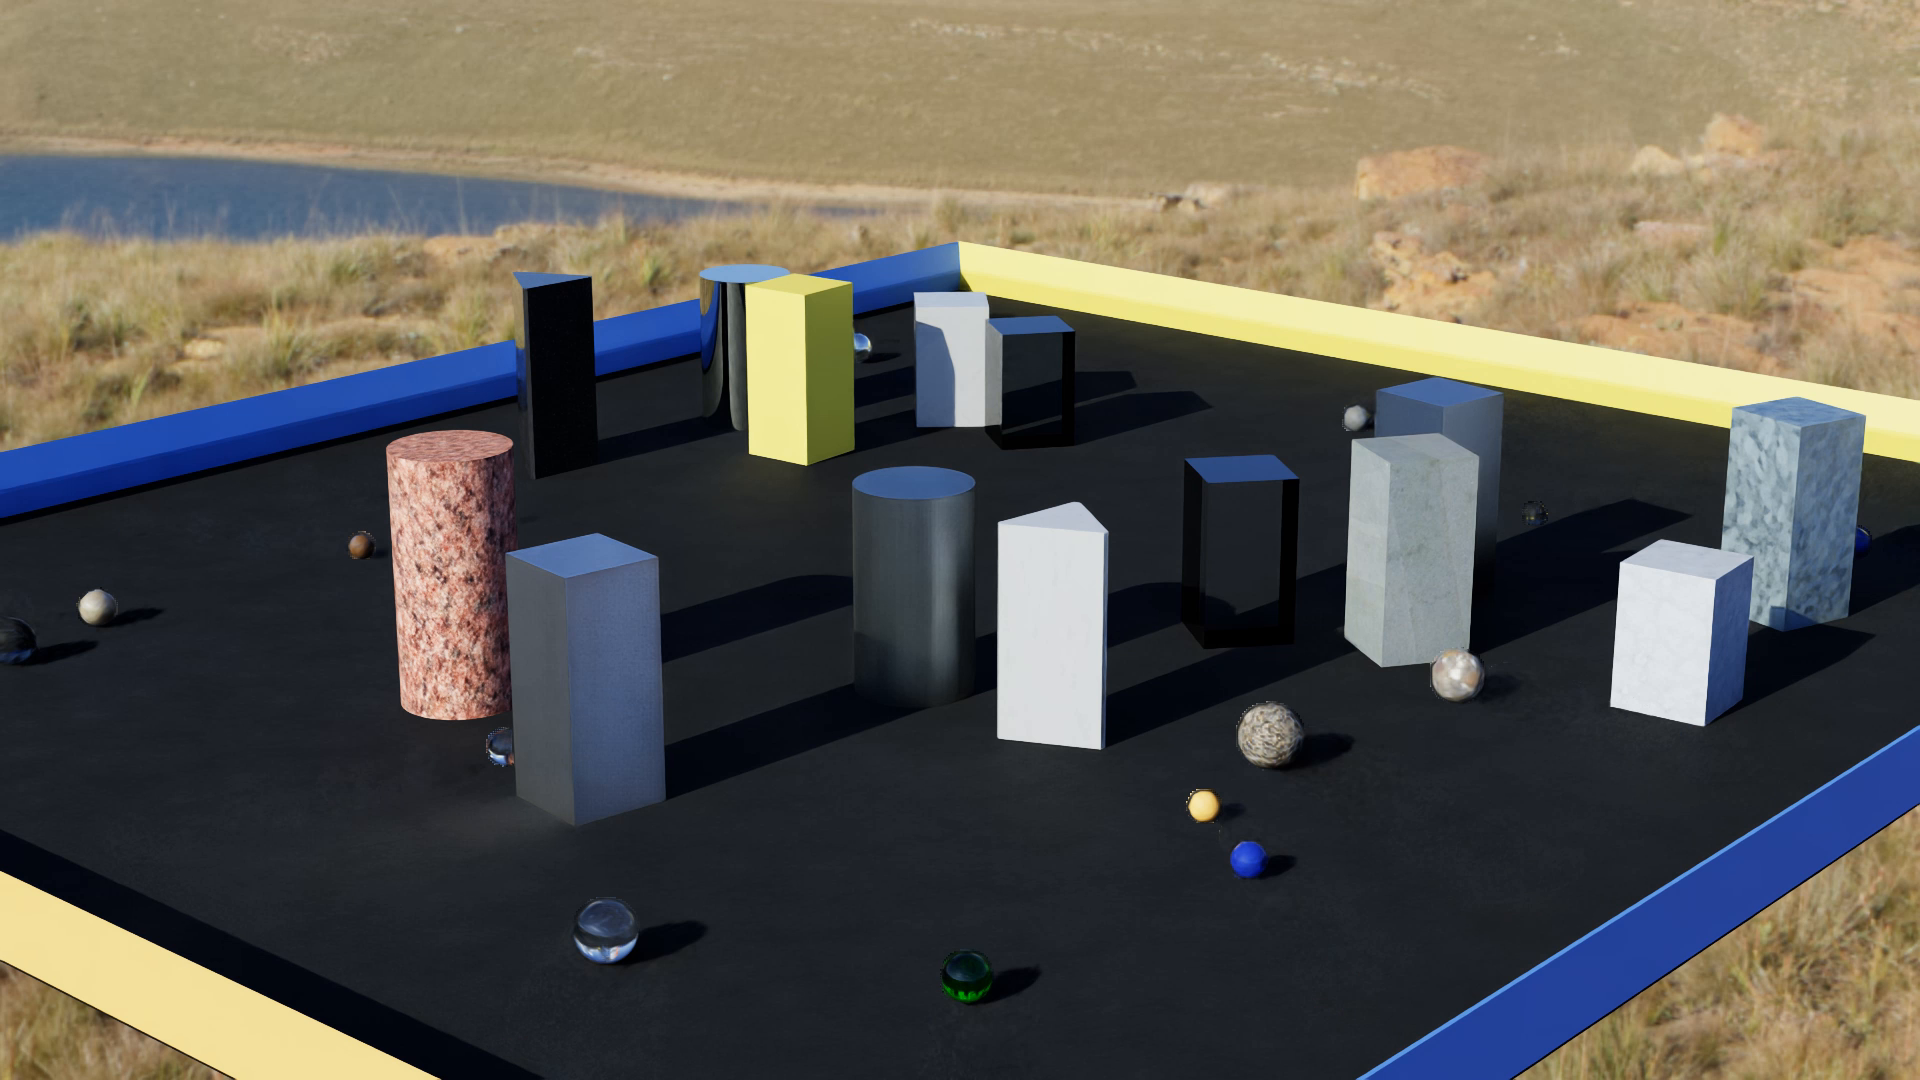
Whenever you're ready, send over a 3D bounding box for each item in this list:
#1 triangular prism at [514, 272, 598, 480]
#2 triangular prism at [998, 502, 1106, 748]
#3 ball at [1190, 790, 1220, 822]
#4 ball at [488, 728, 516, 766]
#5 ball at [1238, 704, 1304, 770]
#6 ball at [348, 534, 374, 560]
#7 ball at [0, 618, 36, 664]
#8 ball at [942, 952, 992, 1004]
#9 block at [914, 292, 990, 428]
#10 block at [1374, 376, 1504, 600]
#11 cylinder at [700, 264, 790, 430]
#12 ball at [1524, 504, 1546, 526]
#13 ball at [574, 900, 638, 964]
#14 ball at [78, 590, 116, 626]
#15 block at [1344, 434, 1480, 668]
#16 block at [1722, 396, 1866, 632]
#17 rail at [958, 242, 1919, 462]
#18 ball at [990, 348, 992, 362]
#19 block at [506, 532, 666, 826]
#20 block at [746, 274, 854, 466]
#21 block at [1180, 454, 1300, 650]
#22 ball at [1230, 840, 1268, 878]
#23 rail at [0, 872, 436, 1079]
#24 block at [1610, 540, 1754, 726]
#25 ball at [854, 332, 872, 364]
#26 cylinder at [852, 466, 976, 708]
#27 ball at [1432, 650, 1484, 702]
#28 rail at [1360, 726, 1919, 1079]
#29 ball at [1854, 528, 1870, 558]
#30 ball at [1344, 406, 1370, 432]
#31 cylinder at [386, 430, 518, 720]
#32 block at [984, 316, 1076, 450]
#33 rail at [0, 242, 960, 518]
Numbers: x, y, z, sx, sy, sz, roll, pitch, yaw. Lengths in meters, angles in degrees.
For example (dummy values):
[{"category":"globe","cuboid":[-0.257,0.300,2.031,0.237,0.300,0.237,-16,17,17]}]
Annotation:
[{"category":"triangular prism","cuboid":[-0.844,-0.338,5.893,0.144,0.387,0.167,16,23,43]},{"category":"triangular prism","cuboid":[0.157,0.125,4.444,0.167,0.339,0.144,5,18,16]},{"category":"ball","cuboid":[0.344,0.375,4.125,0.044,0.044,0.044,0,17,0]},{"category":"ball","cuboid":[-0.670,0.306,4.337,0.054,0.054,0.054,0,17,0]},{"category":"ball","cuboid":[0.458,0.290,4.318,0.096,0.096,0.096,0,17,0]},{"category":"ball","cuboid":[-1.087,0.012,5.326,0.045,0.045,0.045,0,17,0]},{"category":"ball","cuboid":[-1.541,0.165,4.767,0.076,0.076,0.076,0,17,0]},{"category":"ball","cuboid":[0.008,0.533,3.572,0.062,0.062,0.062,0,17,0]},{"category":"block","cuboid":[-0.019,-0.388,6.279,0.154,0.259,0.154,-1,17,-2]},{"category":"block","cuboid":[0.825,-0.082,5.090,0.154,0.361,0.154,-13,21,-37]},{"category":"cylinder","cuboid":[-0.456,-0.412,6.257,0.192,0.319,0.192,0,17,0]},{"category":"ball","cuboid":[1.084,-0.048,5.530,0.042,0.042,0.042,0,17,0]},{"category":"ball","cuboid":[-0.444,0.491,3.677,0.081,0.081,0.081,0,17,0]},{"category":"ball","cuboid":[-1.458,0.115,4.958,0.061,0.061,0.061,0,17,0]},{"category":"block","cuboid":[0.737,0.015,4.801,0.154,0.343,0.154,-5,17,-15]},{"category":"block","cuboid":[1.411,-0.046,4.981,0.154,0.356,0.154,-10,19,-30]},{"category":"rail","cuboid":[1.253,-0.386,6.502,3.369,0.125,0.045,14,22,39]},{"category":"ball","cuboid":[0.036,-0.424,6.716,0.077,0.077,0.077,0,17,0]},{"category":"block","cuboid":[-0.530,0.196,4.162,0.154,0.365,0.154,-14,22,-38]},{"category":"block","cuboid":[-0.326,-0.350,5.996,0.154,0.352,0.154,12,21,35]},{"category":"block","cuboid":[0.465,0.018,4.890,0.154,0.285,0.154,-3,17,-10]},{"category":"ball","cuboid":[0.388,0.429,3.935,0.051,0.051,0.051,0,17,0]},{"category":"rail","cuboid":[-1.253,0.449,3.738,3.369,0.125,0.045,14,22,39]},{"category":"block","cuboid":[1.124,0.142,4.564,0.154,0.236,0.154,12,20,34]},{"category":"ball","cuboid":[-0.240,-0.445,6.797,0.070,0.070,0.070,0,17,0]},{"category":"cylinder","cuboid":[-0.072,0.072,4.620,0.192,0.338,0.192,0,17,0]},{"category":"ball","cuboid":[0.780,0.214,4.593,0.083,0.083,0.083,0,17,0]},{"category":"rail","cuboid":[1.254,0.346,4.078,0.045,0.125,3.871,14,22,39]},{"category":"ball","cuboid":[1.624,0.005,5.328,0.057,0.057,0.057,0,17,0]},{"category":"ball","cuboid":[0.839,-0.256,6.198,0.054,0.054,0.054,0,17,0]},{"category":"cylinder","cuboid":[-0.782,0.053,4.557,0.192,0.412,0.192,0,17,0]},{"category":"block","cuboid":[0.145,-0.329,6.111,0.154,0.244,0.154,-4,17,-12]},{"category":"rail","cuboid":[-1.254,-0.283,6.163,0.045,0.125,3.871,14,22,39]}]
